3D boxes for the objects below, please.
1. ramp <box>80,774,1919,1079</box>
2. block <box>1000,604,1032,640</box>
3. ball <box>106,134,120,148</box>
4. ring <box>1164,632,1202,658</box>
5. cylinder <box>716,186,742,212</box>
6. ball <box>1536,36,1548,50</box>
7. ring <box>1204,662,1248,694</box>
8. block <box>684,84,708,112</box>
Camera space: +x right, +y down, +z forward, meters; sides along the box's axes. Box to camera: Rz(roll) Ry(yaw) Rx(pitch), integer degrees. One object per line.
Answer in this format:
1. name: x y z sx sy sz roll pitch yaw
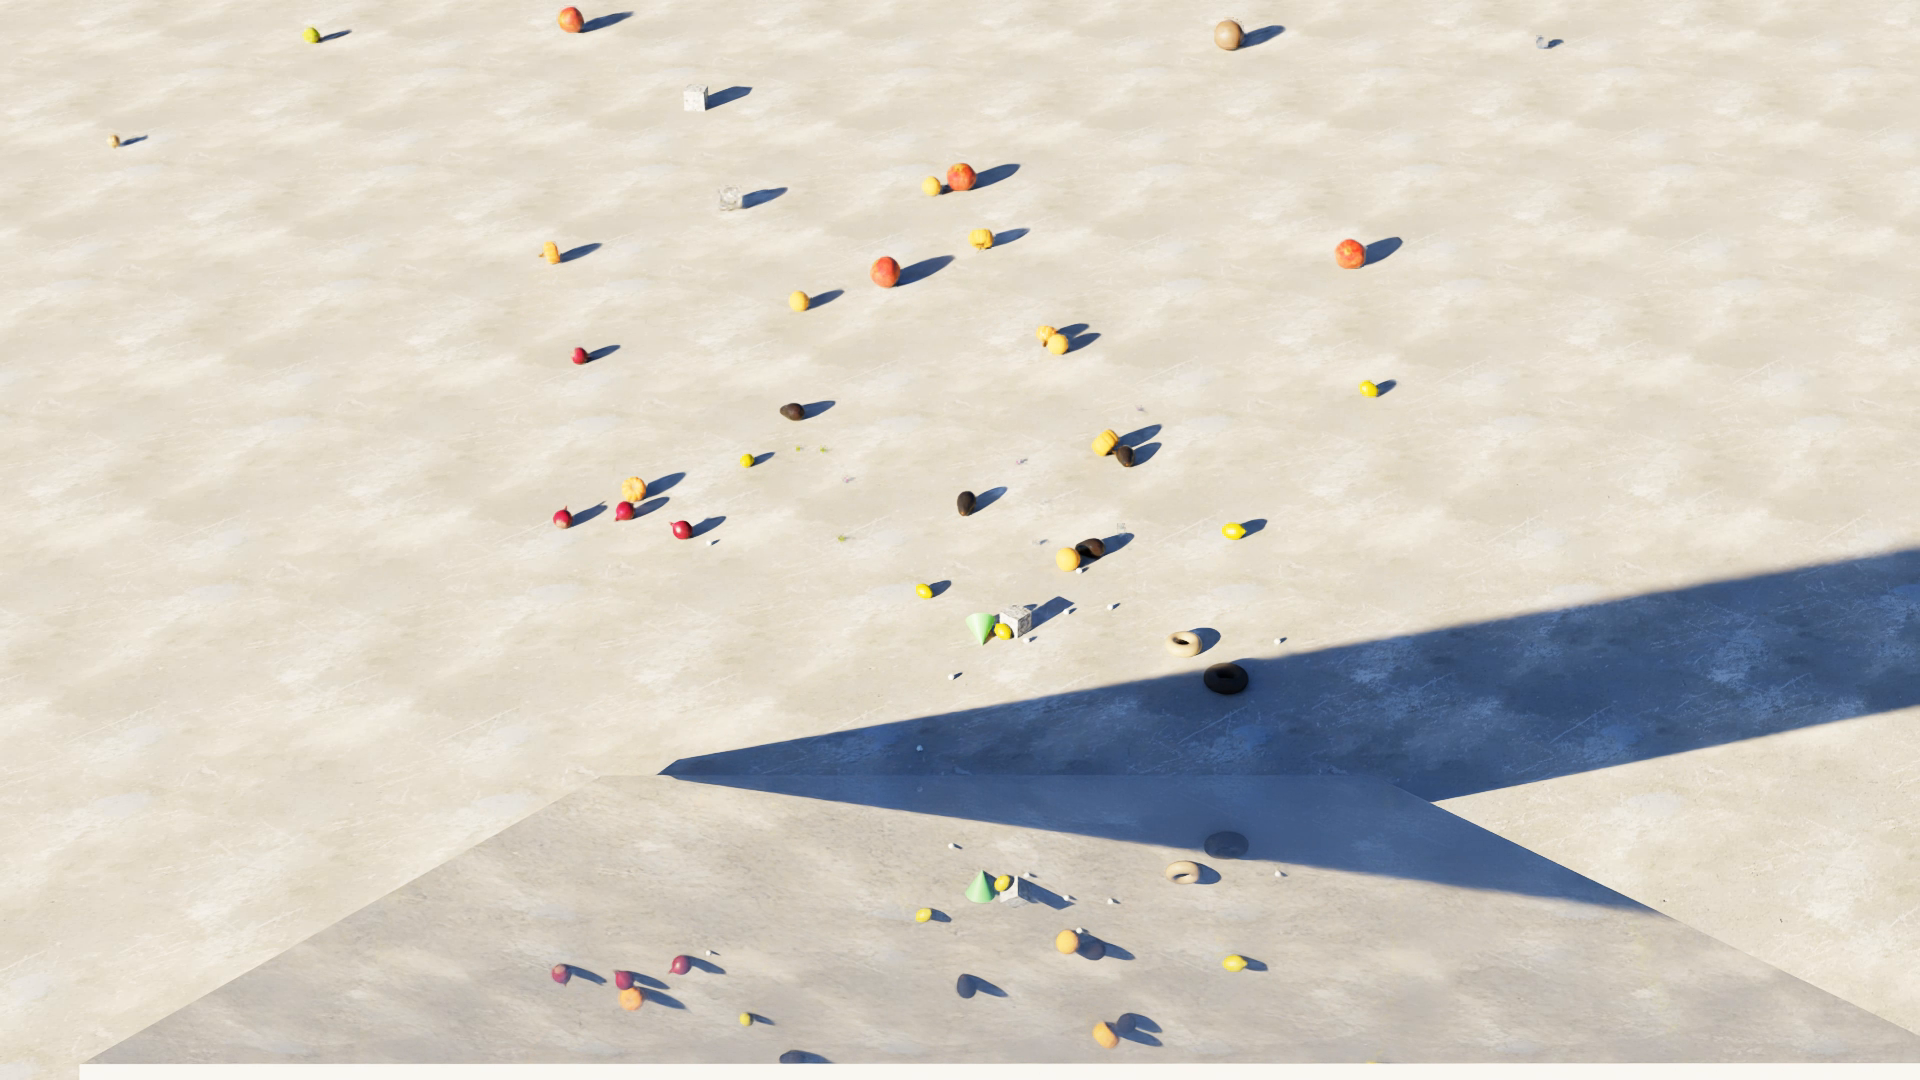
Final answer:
1. ramp: 0.072 0.631 4.730 2.000 0.100 4.000 0 -1 0
2. block: 0.160 0.232 7.425 0.064 0.064 0.064 25 40 34
3. ball: -3.367 -1.586 10.310 0.051 0.051 0.051 0 32 0
4. ring: 0.634 0.296 7.352 0.107 0.036 0.107 -1 31 1
5. cylinder: -0.874 -1.291 9.813 0.084 0.084 0.084 -8 33 -13
6. ball: 2.512 -2.145 11.188 0.056 0.056 0.056 0 32 0
7. ring: 0.739 0.385 7.205 0.125 0.042 0.125 0 31 0
8. block: -1.083 -1.818 10.647 0.083 0.083 0.083 5 33 7
